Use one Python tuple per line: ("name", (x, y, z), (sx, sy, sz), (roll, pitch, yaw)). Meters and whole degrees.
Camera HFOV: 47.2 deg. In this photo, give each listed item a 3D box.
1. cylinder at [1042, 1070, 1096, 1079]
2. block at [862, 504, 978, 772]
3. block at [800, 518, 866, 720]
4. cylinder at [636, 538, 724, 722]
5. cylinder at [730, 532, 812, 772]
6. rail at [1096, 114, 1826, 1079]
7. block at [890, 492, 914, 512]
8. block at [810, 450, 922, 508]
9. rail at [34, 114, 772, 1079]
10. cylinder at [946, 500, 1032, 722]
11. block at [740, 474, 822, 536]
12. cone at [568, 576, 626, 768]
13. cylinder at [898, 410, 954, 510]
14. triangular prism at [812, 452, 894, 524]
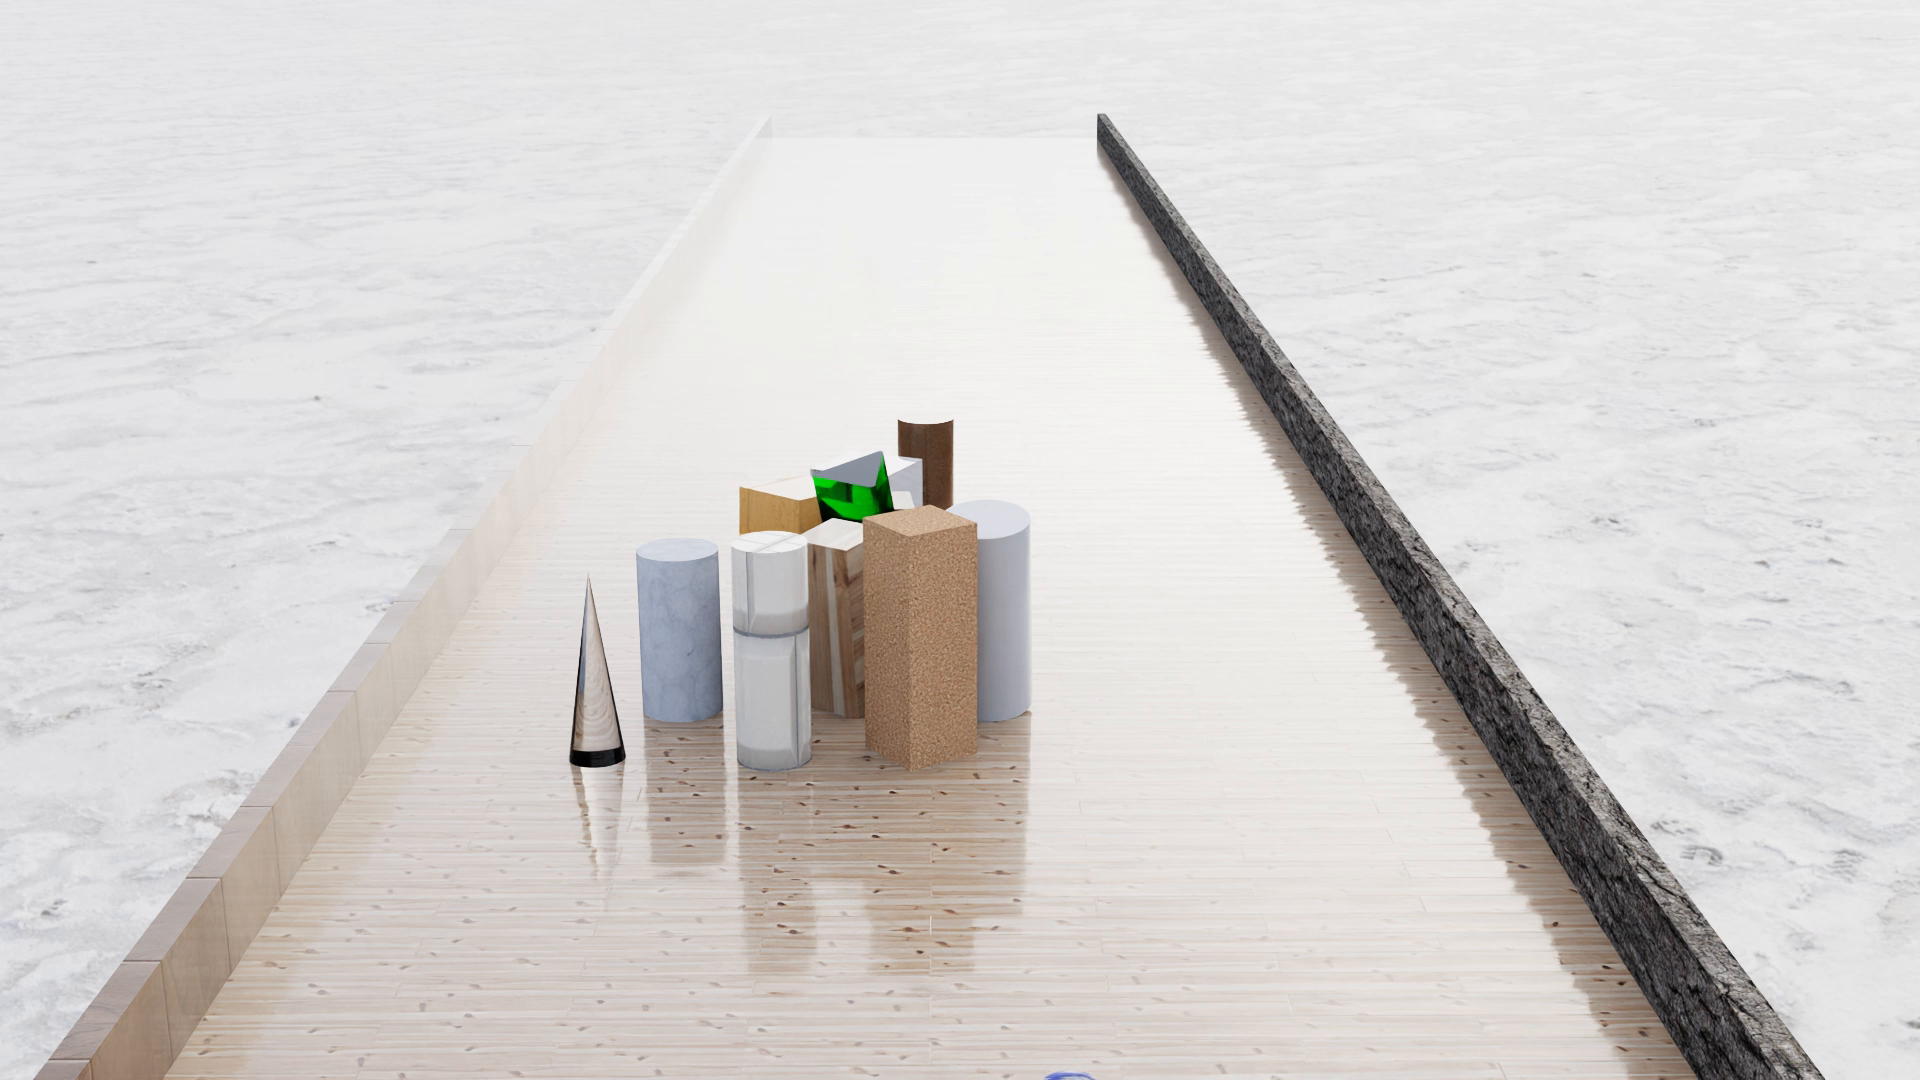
("cylinder", (0.175, 0.753, 2.512), (0.104, 0.104, 0.403), (-4, 17, -13))
("block", (-0.070, 0.172, 3.896), (0.144, 0.430, 0.144), (-11, 20, -34))
("block", (-0.215, 0.147, 4.124), (0.126, 0.338, 0.126), (11, 25, 32))
("cylinder", (-0.524, 0.167, 4.116), (0.152, 0.313, 0.152), (0, 17, 0))
("cylinder", (-0.331, 0.195, 3.866), (0.133, 0.401, 0.133), (0, 17, 0))
("rail", (0.932, -0.844, 7.801), (0.050, 0.150, 12.000), (0, 17, -1))
("block", (-0.153, 0.075, 4.389), (0.109, 0.326, 0.109), (-1, 20, -7))
("block", (-0.196, -0.001, 4.651), (0.173, 0.331, 0.173), (8, 18, 25))
("rail", (-1.118, -0.838, 7.780), (0.050, 0.150, 12.000), (0, 17, -1))
("cylinder", (0.051, 0.132, 4.077), (0.164, 0.380, 0.164), (-1, 27, 1))
("block", (-0.327, 0.062, 4.399), (0.162, 0.346, 0.162), (13, 18, 37))
("cone", (-0.647, 0.221, 3.874), (0.101, 0.348, 0.101), (0, 17, 0))
("cylinder", (-0.075, -0.090, 4.873), (0.125, 0.374, 0.125), (0, 17, 0))
("triangular prism", (-0.150, 0.052, 4.239), (0.145, 0.444, 0.125), (11, 35, 34))
